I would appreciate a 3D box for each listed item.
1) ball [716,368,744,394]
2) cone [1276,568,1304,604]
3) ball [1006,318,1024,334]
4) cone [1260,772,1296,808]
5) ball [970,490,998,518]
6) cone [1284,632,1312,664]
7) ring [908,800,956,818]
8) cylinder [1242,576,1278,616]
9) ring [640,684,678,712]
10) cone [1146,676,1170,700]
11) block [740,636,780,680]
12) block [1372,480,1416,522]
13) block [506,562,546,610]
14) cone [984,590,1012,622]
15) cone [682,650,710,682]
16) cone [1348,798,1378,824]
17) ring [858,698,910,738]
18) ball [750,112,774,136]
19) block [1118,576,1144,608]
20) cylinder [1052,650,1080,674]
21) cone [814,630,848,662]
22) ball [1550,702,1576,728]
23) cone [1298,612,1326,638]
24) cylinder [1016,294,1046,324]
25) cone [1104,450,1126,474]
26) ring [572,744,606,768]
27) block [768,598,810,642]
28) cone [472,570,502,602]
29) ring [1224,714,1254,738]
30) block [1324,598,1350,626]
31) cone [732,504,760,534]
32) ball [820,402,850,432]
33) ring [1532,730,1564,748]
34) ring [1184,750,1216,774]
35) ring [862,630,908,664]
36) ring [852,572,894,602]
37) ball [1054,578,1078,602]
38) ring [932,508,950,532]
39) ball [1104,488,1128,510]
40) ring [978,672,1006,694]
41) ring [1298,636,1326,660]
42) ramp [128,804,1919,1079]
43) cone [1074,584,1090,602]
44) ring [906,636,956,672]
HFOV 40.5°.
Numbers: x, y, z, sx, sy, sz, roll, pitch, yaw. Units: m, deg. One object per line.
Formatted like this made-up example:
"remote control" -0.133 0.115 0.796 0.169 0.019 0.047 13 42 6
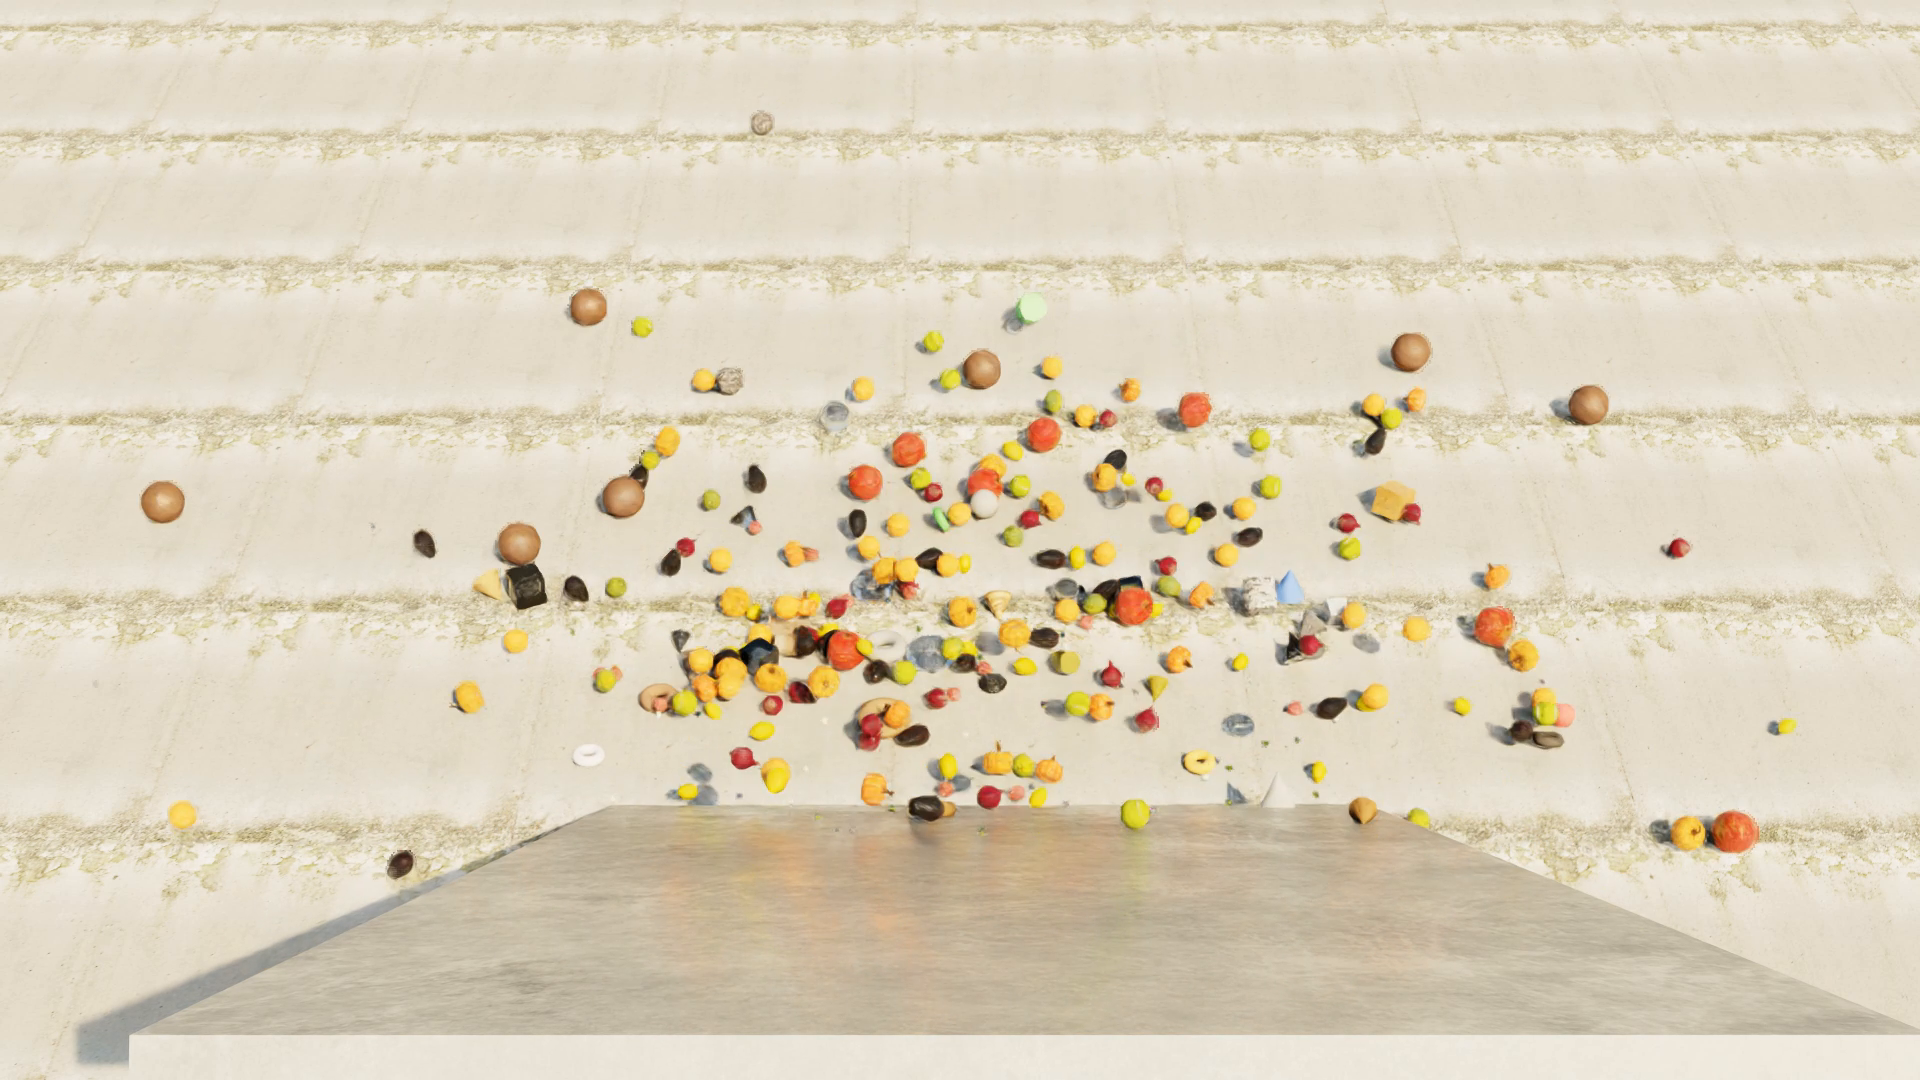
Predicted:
"ball" -0.765 -0.528 8.626 0.092 0.092 0.092 0 36 0
"cone" 0.980 0.124 7.725 0.096 0.096 0.096 0 36 0
"ball" 0.189 -0.736 8.940 0.060 0.060 0.060 0 36 0
"cone" 0.829 0.650 6.788 0.093 0.093 0.093 0 -2 0
"ball" 0.076 -0.111 8.044 0.090 0.090 0.090 0 36 0
"cone" 0.960 0.300 7.460 0.085 0.085 0.085 -11 74 -14
"ring" -0.068 0.663 6.401 0.117 0.039 0.117 0 -4 0
"cylinder" 0.881 0.163 7.618 0.094 0.094 0.094 -4 74 -6
"ring" -0.849 0.446 7.332 0.111 0.037 0.111 0 36 0
"cone" 0.555 0.428 7.362 0.066 0.066 0.066 7 63 10
"block" -0.573 0.339 7.445 0.076 0.076 0.076 28 44 33
"block" 1.345 -0.121 8.053 0.087 0.087 0.087 28 29 33
"block" -1.286 0.138 7.708 0.090 0.090 0.090 -16 37 -21
"cone" 0.113 0.204 7.663 0.085 0.085 0.085 -3 63 -4
"cone" -0.763 0.370 7.434 0.085 0.085 0.085 4 63 6
"cone" 0.957 0.658 6.176 0.068 0.068 0.068 5 25 7
"ring" -0.211 0.495 7.252 0.149 0.050 0.149 3 37 -2
"ball" -0.773 -1.624 10.139 0.088 0.088 0.088 0 36 0
"block" 0.507 0.153 7.712 0.064 0.064 0.064 -5 36 -7
"cylinder" 0.302 0.348 7.422 0.064 0.064 0.064 -16 6 -21
"cone" -0.392 0.305 7.521 0.094 0.094 0.094 -32 20 -36
"ball" 1.680 0.488 7.245 0.070 0.070 0.070 0 36 0
"cone" 1.010 0.266 7.578 0.083 0.083 0.083 33 74 37
"cylinder" 0.245 -0.795 8.942 0.095 0.095 0.095 -6 -1 -8
"cone" 0.508 -0.231 8.237 0.081 0.081 0.081 -17 52 22
"ring" -1.019 0.592 7.136 0.089 0.030 0.089 1 32 -1
"block" -0.498 0.240 7.568 0.091 0.091 0.091 12 38 16
"cone" -1.386 0.151 7.734 0.091 0.091 0.091 -29 72 -34
"ring" 0.778 0.518 7.239 0.088 0.029 0.088 1 36 -1
"block" 1.105 0.210 7.625 0.057 0.057 0.057 -5 55 -8
"cone" -0.644 -0.051 8.016 0.082 0.082 0.082 -30 72 -35
"ball" -0.404 -0.402 8.447 0.098 0.098 0.098 0 36 0
"ring" 1.624 0.550 7.178 0.087 0.029 0.087 4 14 -1
"ring" 0.656 0.607 7.115 0.088 0.029 0.088 -1 35 1
"ring" -0.218 0.309 7.515 0.132 0.044 0.132 -1 35 1
"ring" -0.260 0.142 7.747 0.123 0.041 0.123 -1 36 1
"ball" 0.315 0.147 7.705 0.073 0.073 0.073 0 36 0
"ring" -0.059 -0.064 7.995 0.028 0.083 0.083 -29 40 -1
"ball" 0.486 -0.130 8.096 0.070 0.070 0.070 0 36 0
"ring" 0.093 0.407 7.394 0.079 0.026 0.079 -1 37 0
"ring" 1.010 0.313 7.519 0.094 0.031 0.094 2 34 -2
"ramp" 0.079 0.674 4.878 2.000 0.100 4.000 0 -2 0
"cone" 0.360 0.150 7.727 0.050 0.050 0.050 0 36 0
"ring" -0.084 0.327 7.487 0.143 0.048 0.143 0 37 0
